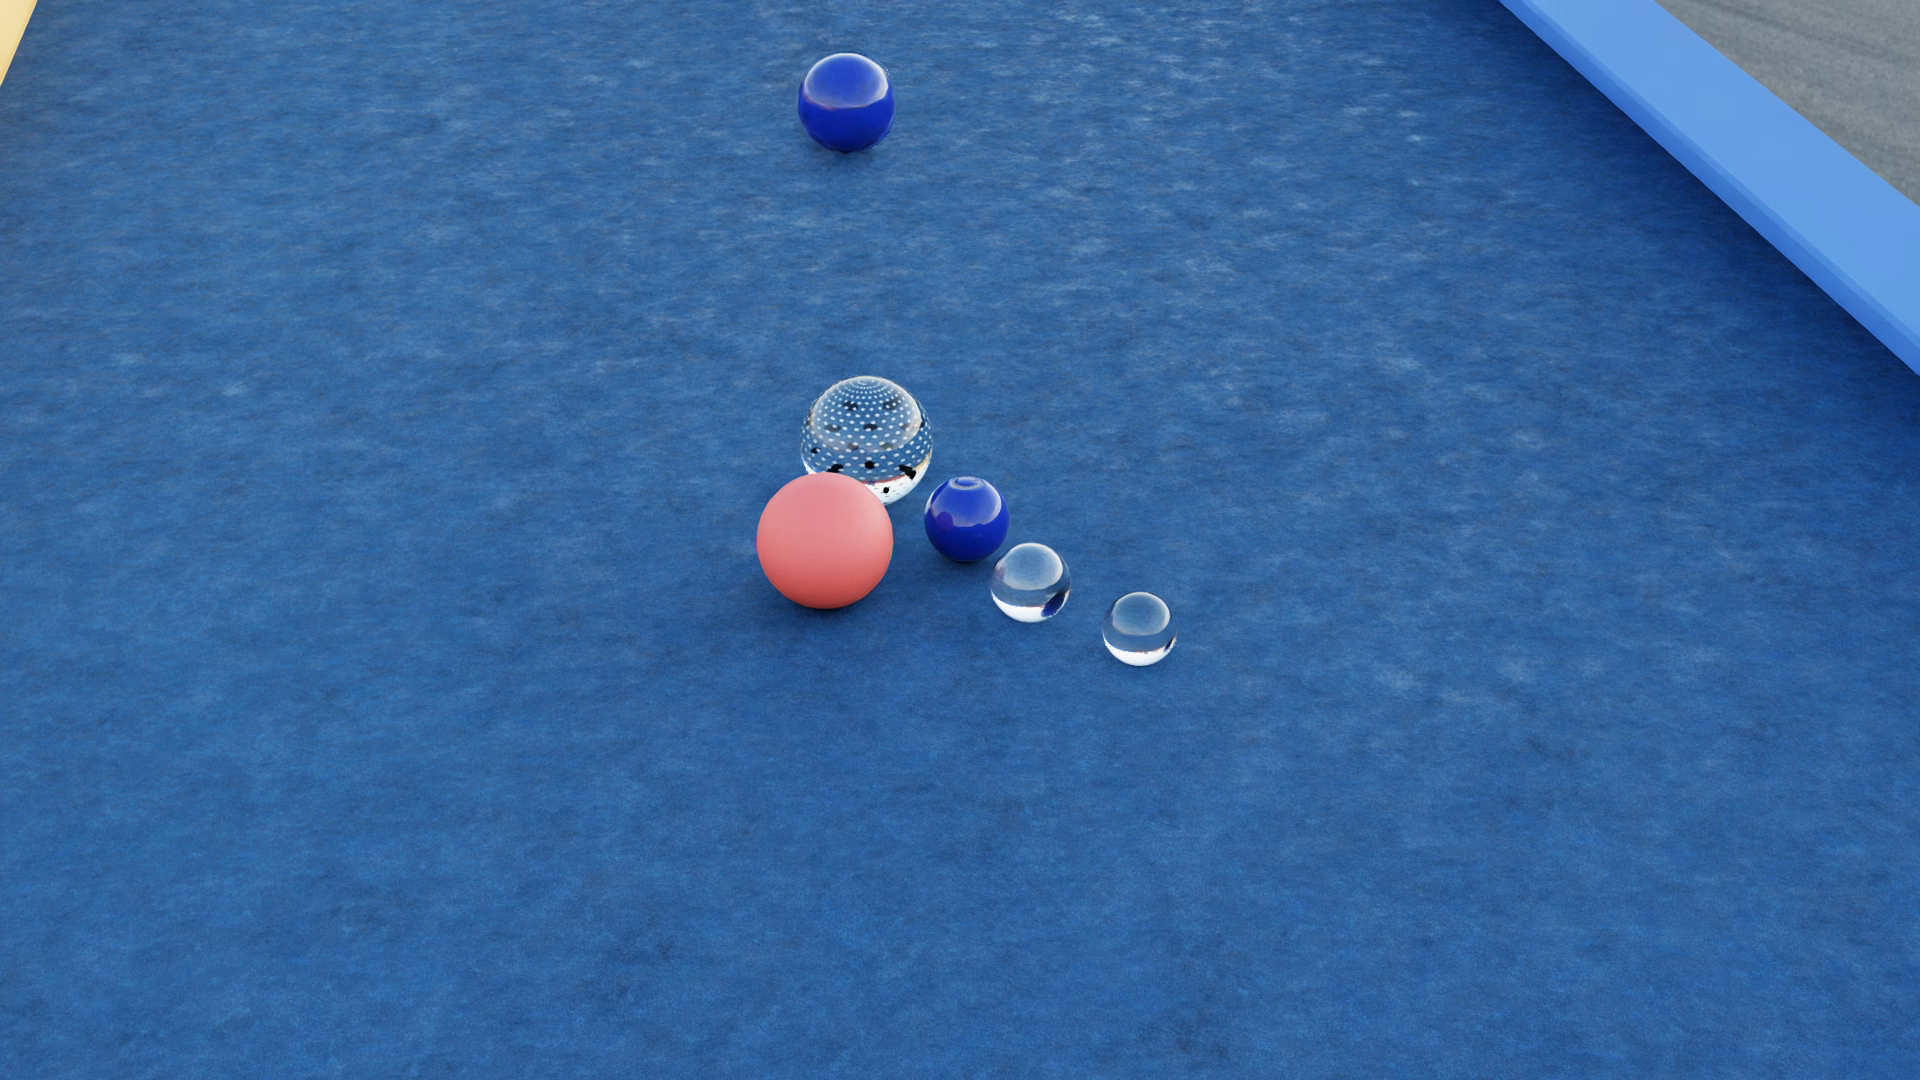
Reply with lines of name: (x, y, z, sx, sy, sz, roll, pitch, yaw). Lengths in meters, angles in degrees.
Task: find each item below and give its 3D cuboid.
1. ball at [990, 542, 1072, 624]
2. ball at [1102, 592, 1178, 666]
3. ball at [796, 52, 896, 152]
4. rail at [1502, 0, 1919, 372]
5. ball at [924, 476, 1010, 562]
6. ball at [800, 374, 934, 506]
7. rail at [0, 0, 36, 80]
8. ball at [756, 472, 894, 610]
ball: (0.045, 0.027, 1.860, 0.051, 0.051, 0.051, 0, 27, 0)
ball: (0.111, 0.055, 1.810, 0.046, 0.046, 0.046, 0, 27, 0)
ball: (-0.103, -0.395, 2.655, 0.089, 0.089, 0.089, 0, 27, 0)
rail: (0.620, -0.410, 2.652, 0.045, 0.118, 3.014, -4, 27, -8)
ball: (0.004, -0.014, 1.934, 0.057, 0.057, 0.057, 0, 27, 0)
ball: (-0.064, -0.067, 2.002, 0.091, 0.091, 0.091, 0, 27, 0)
rail: (-0.853, -0.307, 2.446, 0.045, 0.118, 3.014, -4, 27, -8)
ball: (-0.086, 0.000, 1.872, 0.087, 0.087, 0.087, 0, 27, 0)
